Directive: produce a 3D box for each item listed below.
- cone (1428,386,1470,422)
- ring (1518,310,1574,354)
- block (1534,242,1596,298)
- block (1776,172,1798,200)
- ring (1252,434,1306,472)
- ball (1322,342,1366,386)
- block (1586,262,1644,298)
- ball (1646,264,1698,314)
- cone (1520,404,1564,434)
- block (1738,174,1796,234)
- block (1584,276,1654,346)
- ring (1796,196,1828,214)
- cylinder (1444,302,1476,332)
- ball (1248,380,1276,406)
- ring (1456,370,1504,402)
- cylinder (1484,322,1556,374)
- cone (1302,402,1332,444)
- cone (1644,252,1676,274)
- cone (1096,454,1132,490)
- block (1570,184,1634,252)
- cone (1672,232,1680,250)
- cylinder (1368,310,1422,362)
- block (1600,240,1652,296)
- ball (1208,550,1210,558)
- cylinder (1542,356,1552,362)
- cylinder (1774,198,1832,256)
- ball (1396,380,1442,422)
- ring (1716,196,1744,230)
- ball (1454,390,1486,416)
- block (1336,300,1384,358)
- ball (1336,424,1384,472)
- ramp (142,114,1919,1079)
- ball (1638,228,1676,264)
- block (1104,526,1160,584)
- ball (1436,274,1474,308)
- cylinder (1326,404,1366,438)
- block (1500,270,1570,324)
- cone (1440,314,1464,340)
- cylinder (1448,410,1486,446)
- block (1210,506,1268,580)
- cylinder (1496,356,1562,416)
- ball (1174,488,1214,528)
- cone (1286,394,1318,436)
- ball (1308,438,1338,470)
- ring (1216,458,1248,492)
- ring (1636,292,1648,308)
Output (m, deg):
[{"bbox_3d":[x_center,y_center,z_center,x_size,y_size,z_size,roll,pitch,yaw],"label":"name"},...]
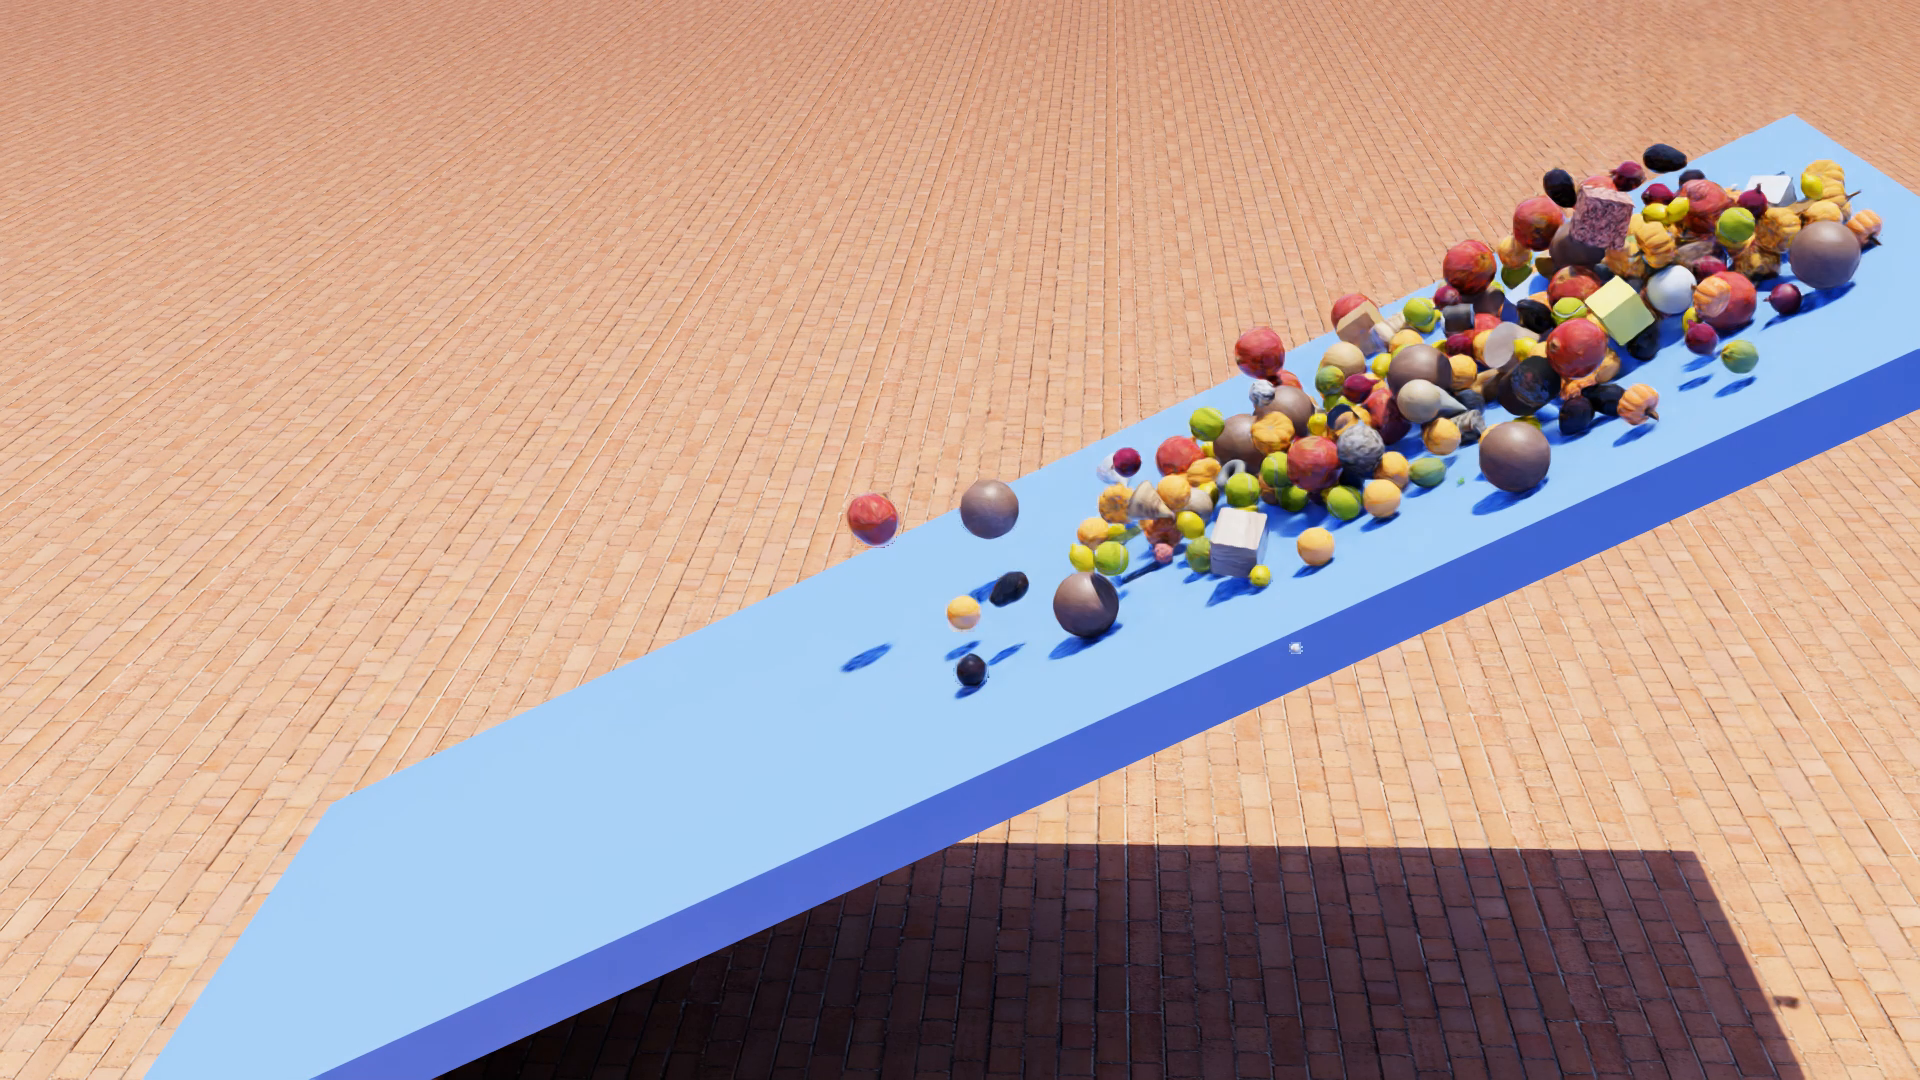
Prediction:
[{"bbox_3d":[0.962,-0.259,5.751,0.074,0.074,0.074,13,20,27],"label":"cone"},{"bbox_3d":[1.182,-0.418,5.966,0.122,0.122,0.041,0,51,0],"label":"ring"},{"bbox_3d":[1.303,-0.578,6.311,0.095,0.095,0.095,-2,21,36],"label":"block"},{"bbox_3d":[1.703,-0.723,6.154,0.067,0.067,0.067,-23,-4,6],"label":"block"},{"bbox_3d":[0.678,-0.184,6.243,0.122,0.041,0.122,-26,15,7],"label":"ring"},{"bbox_3d":[0.803,-0.370,6.163,0.091,0.091,0.091,0,17,0],"label":"ball"},{"bbox_3d":[1.320,-0.508,5.933,0.073,0.073,0.073,1,30,-20],"label":"block"},{"bbox_3d":[1.381,-0.486,5.707,0.096,0.096,0.096,0,17,0],"label":"ball"},{"bbox_3d":[1.118,-0.244,5.614,0.078,0.078,0.078,-8,11,28],"label":"cone"},{"bbox_3d":[1.631,-0.676,5.931,0.083,0.083,0.083,8,49,34],"label":"block"},{"bbox_3d":[1.269,-0.441,5.659,0.081,0.081,0.081,-39,32,8],"label":"block"},{"bbox_3d":[1.717,-0.674,6.010,0.113,0.038,0.113,-12,-2,0],"label":"ring"},{"bbox_3d":[0.976,-0.435,5.750,0.052,0.052,0.052,-6,14,19],"label":"cylinder"},{"bbox_3d":[0.603,-0.293,5.874,0.054,0.054,0.054,0,17,0],"label":"ball"},{"bbox_3d":[1.057,-0.306,5.964,0.117,0.039,0.117,-30,13,8],"label":"ring"},{"bbox_3d":[1.118,-0.374,5.879,0.099,0.099,0.099,19,7,-28],"label":"cylinder"},{"bbox_3d":[0.783,-0.246,6.229,0.091,0.091,0.091,2,16,26],"label":"cone"},{"bbox_3d":[1.402,-0.568,5.879,0.064,0.064,0.064,-11,11,23],"label":"cone"},{"bbox_3d":[0.364,-0.137,6.676,0.085,0.085,0.085,-5,37,-16],"label":"cone"},{"bbox_3d":[1.275,-0.641,5.844,0.096,0.096,0.096,11,21,0],"label":"block"},{"bbox_3d":[1.520,-0.623,6.276,0.051,0.051,0.051,-3,40,-10],"label":"cone"},{"bbox_3d":[0.973,-0.456,6.578,0.087,0.087,0.087,-29,22,-7],"label":"cylinder"},{"bbox_3d":[1.363,-0.544,6.035,0.085,0.085,0.085,39,59,21],"label":"block"},{"bbox_3d":[0.516,0.026,5.719,0.066,0.066,0.066,0,17,0],"label":"ball"},{"bbox_3d":[1.143,-0.322,5.775,0.054,0.054,0.054,-2,44,-7],"label":"cylinder"},{"bbox_3d":[1.674,-0.622,5.843,0.084,0.084,0.084,-26,14,7],"label":"cylinder"},{"bbox_3d":[0.882,-0.267,5.653,0.084,0.084,0.084,0,17,0],"label":"ball"},{"bbox_3d":[1.628,-0.688,6.183,0.079,0.026,0.079,-6,59,10],"label":"ring"},{"bbox_3d":[1.012,-0.267,5.846,0.066,0.066,0.066,0,17,0],"label":"ball"},{"bbox_3d":[0.921,-0.478,6.710,0.087,0.087,0.087,-36,12,23],"label":"block"},{"bbox_3d":[0.767,-0.175,5.635,0.093,0.093,0.093,0,17,0],"label":"ball"},{"bbox_3d":[0.139,0.168,6.281,4.000,0.100,2.000,-25,14,10],"label":"ramp"},{"bbox_3d":[1.365,-0.576,5.764,0.074,0.074,0.074,0,17,0],"label":"ball"},{"bbox_3d":[0.349,0.030,6.002,0.078,0.078,0.078,-27,14,3],"label":"block"},{"bbox_3d":[1.124,-0.563,6.685,0.085,0.085,0.085,0,17,0],"label":"ball"},{"bbox_3d":[0.751,-0.227,5.725,0.057,0.057,0.057,15,-16,41],"label":"cylinder"},{"bbox_3d":[1.190,-0.478,6.092,0.092,0.092,0.092,-39,68,-14],"label":"block"},{"bbox_3d":[1.043,-0.451,6.104,0.064,0.064,0.064,-13,1,-38],"label":"cone"},{"bbox_3d":[0.989,-0.220,5.738,0.057,0.057,0.057,-20,6,28],"label":"cylinder"},{"bbox_3d":[0.530,0.007,5.581,0.090,0.090,0.090,10,51,15],"label":"block"},{"bbox_3d":[1.072,-0.289,5.538,0.092,0.092,0.092,-4,-12,-13],"label":"cylinder"},{"bbox_3d":[0.483,-0.067,6.091,0.083,0.083,0.083,0,17,0],"label":"ball"},{"bbox_3d":[0.767,-0.251,6.311,0.095,0.095,0.095,-14,30,-38],"label":"cone"},{"bbox_3d":[0.722,-0.170,5.834,0.062,0.062,0.062,0,17,0],"label":"ball"},{"bbox_3d":[0.548,-0.130,5.929,0.026,0.078,0.078,38,0,-26],"label":"ring"},{"bbox_3d":[1.323,-0.447,5.833,0.098,0.098,0.033,-8,15,-26],"label":"ring"}]
